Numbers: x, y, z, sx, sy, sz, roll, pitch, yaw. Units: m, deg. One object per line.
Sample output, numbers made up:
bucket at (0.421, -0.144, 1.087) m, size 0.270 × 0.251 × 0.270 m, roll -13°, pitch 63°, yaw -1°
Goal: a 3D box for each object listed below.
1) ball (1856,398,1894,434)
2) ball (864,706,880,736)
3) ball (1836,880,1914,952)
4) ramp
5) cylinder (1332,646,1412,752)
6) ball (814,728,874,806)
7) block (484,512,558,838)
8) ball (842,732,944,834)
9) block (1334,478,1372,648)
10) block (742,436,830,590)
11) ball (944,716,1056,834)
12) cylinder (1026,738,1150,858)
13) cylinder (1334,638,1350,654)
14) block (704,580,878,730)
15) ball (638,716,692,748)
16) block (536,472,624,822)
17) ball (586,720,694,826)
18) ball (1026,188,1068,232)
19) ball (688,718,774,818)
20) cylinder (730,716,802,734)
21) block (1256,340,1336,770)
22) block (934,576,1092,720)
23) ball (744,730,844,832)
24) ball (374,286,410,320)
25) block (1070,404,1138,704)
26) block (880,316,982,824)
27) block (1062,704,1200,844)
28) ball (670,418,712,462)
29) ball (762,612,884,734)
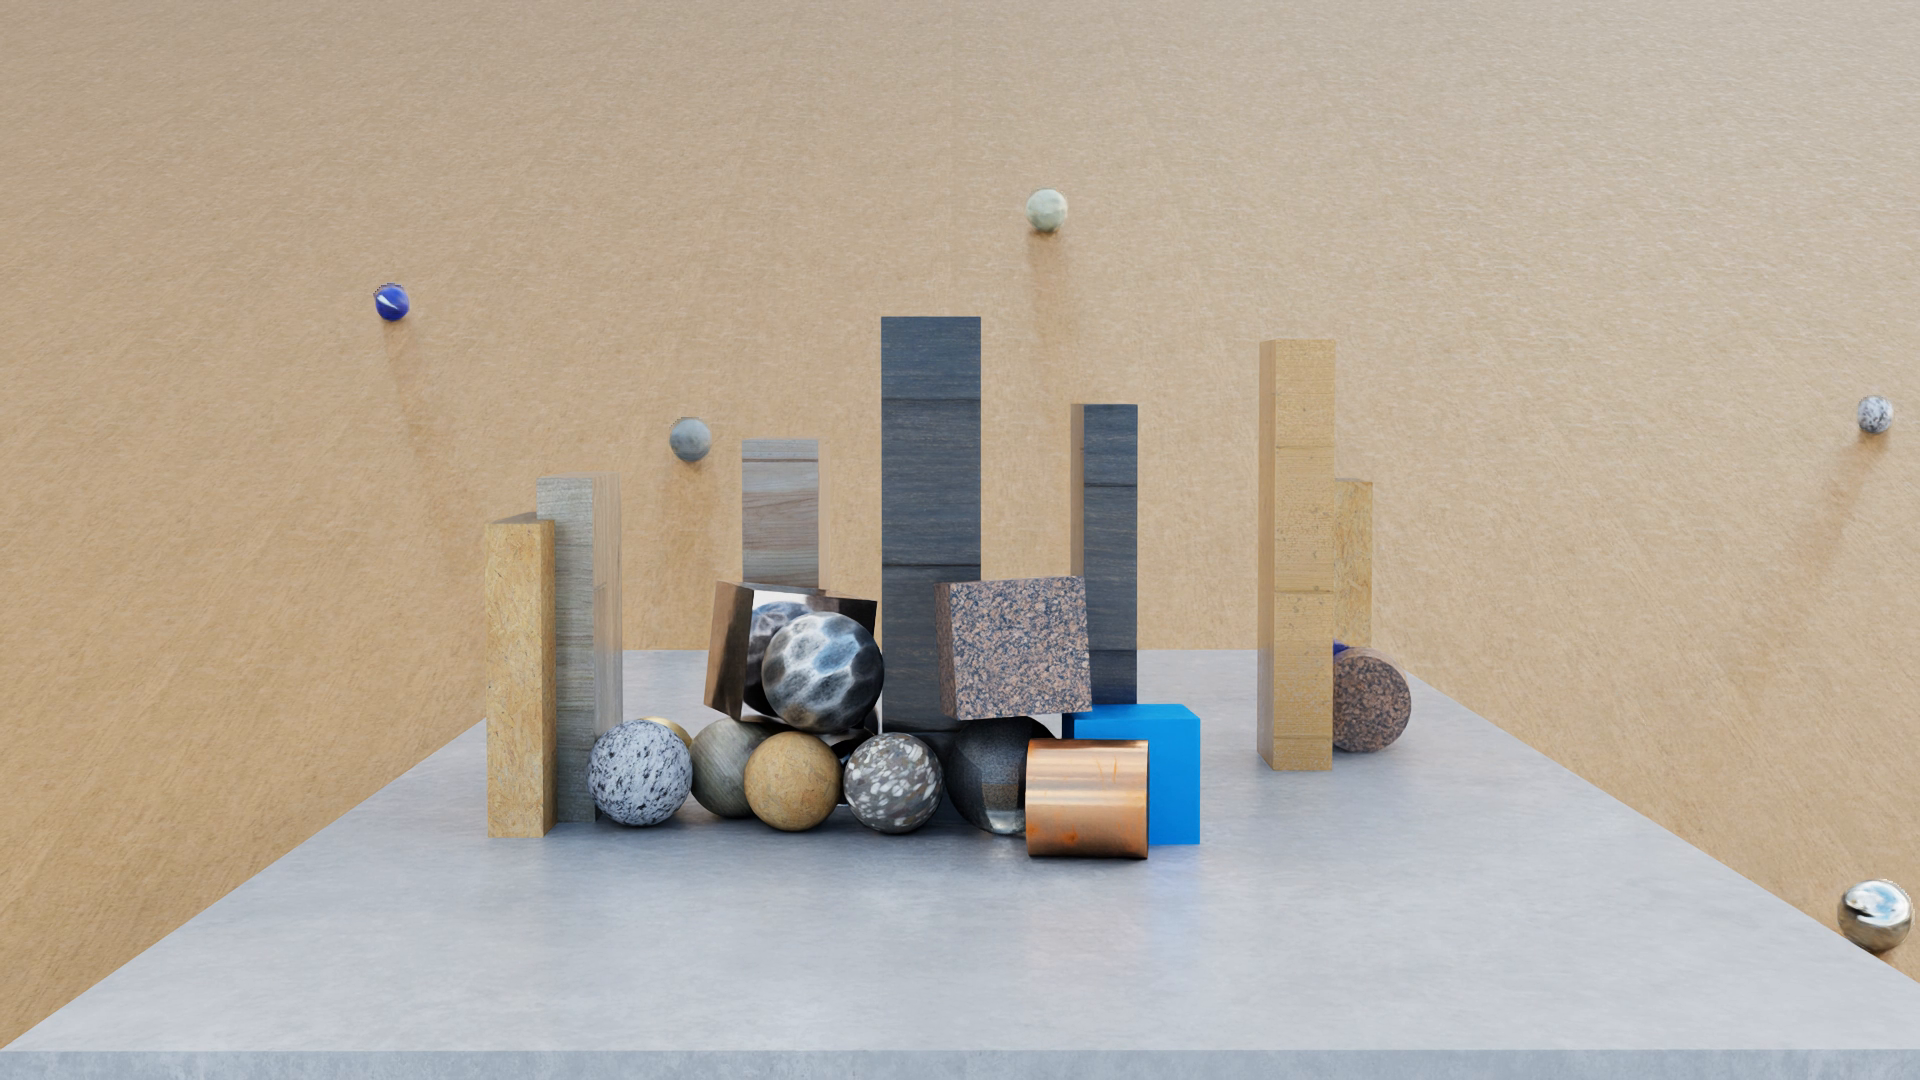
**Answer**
ball at (3.002, -0.409, 8.427) m, size 0.118 × 0.118 × 0.118 m, roll 0°, pitch 21°, yaw 0°
ball at (-0.232, 0.307, 4.230) m, size 0.201 × 0.201 × 0.201 m, roll 0°, pitch 21°, yaw 0°
ball at (1.884, 0.774, 5.291) m, size 0.148 × 0.148 × 0.148 m, roll 0°, pitch 21°, yaw 0°
ramp at (0.049, 0.441, 4.532) m, size 2.000 × 0.100 × 4.000 m, roll 0°, pitch 3°, yaw 0°
cylinder at (0.739, 0.292, 4.725) m, size 0.176 × 0.176 × 0.176 m, roll 3°, pitch 4°, yaw 9°
ball at (-0.184, 0.351, 4.041) m, size 0.134 × 0.134 × 0.134 m, roll 0°, pitch 21°, yaw 0°
block at (-0.650, 0.195, 3.941) m, size 0.081 × 0.459 × 0.397 m, roll 0°, pitch 3°, yaw 0°
ball at (-0.098, 0.358, 3.786) m, size 0.150 × 0.150 × 0.150 m, roll 0°, pitch 21°, yaw 0°
block at (0.821, 0.102, 5.525) m, size 0.087 × 0.464 × 0.269 m, roll 0°, pitch 3°, yaw 0°
block at (-0.302, 0.106, 4.515) m, size 0.128 × 0.571 × 0.393 m, roll 0°, pitch 3°, yaw 0°
ball at (0.067, 0.343, 3.777) m, size 0.181 × 0.181 × 0.181 m, roll 0°, pitch 21°, yaw 0°
cylinder at (0.180, 0.361, 3.594) m, size 0.165 × 0.165 × 0.165 m, roll 0°, pitch 21°, yaw 6°
cylinder at (0.693, 0.279, 4.916) m, size 0.180 × 0.180 × 0.180 m, roll 1°, pitch 3°, yaw 2°
block at (-0.266, 0.177, 4.002) m, size 0.199 × 0.199 × 0.199 m, roll 6°, pitch 2°, yaw -22°
ball at (-0.481, 0.348, 4.012) m, size 0.144 × 0.144 × 0.144 m, roll 0°, pitch 21°, yaw 0°
block at (-0.594, 0.158, 4.041) m, size 0.084 × 0.521 × 0.334 m, roll 0°, pitch 3°, yaw 0°
ball at (-0.480, 0.349, 3.850) m, size 0.160 × 0.160 × 0.160 m, roll 0°, pitch 21°, yaw 0°
ball at (0.369, -1.405, 10.941) m, size 0.181 × 0.181 × 0.181 m, roll 0°, pitch 21°, yaw 0°
ball at (-0.343, 0.348, 3.928) m, size 0.154 × 0.154 × 0.154 m, roll 0°, pitch 21°, yaw 0°
cylinder at (-0.319, 0.344, 4.078) m, size 0.146 × 0.146 × 0.146 m, roll 7°, pitch 5°, yaw 18°
block at (0.589, 0.021, 4.520) m, size 0.101 × 0.740 × 0.242 m, roll 0°, pitch 3°, yaw 0°
block at (0.074, 0.154, 3.751) m, size 0.194 × 0.194 × 0.194 m, roll -3°, pitch 0°, yaw -7°
ball at (-0.247, 0.358, 3.812) m, size 0.149 × 0.149 × 0.149 m, roll 0°, pitch 21°, yaw 0°
ball at (-2.136, -0.890, 9.667) m, size 0.130 × 0.130 × 0.130 m, roll 0°, pitch 21°, yaw 0°
block at (0.225, 0.100, 4.076) m, size 0.081 × 0.631 × 0.445 m, roll 0°, pitch 3°, yaw 0°
block at (-0.043, 0.037, 4.035) m, size 0.149 × 0.762 × 0.384 m, roll 0°, pitch 3°, yaw 0°
block at (0.249, 0.342, 3.774) m, size 0.181 × 0.181 × 0.181 m, roll 0°, pitch 3°, yaw -4°
ball at (-0.854, -0.317, 8.161) m, size 0.135 × 0.135 × 0.135 m, roll 0°, pitch 21°, yaw 0°
ball at (-0.204, 0.198, 3.822) m, size 0.183 × 0.183 × 0.183 m, roll 0°, pitch 21°, yaw 0°
